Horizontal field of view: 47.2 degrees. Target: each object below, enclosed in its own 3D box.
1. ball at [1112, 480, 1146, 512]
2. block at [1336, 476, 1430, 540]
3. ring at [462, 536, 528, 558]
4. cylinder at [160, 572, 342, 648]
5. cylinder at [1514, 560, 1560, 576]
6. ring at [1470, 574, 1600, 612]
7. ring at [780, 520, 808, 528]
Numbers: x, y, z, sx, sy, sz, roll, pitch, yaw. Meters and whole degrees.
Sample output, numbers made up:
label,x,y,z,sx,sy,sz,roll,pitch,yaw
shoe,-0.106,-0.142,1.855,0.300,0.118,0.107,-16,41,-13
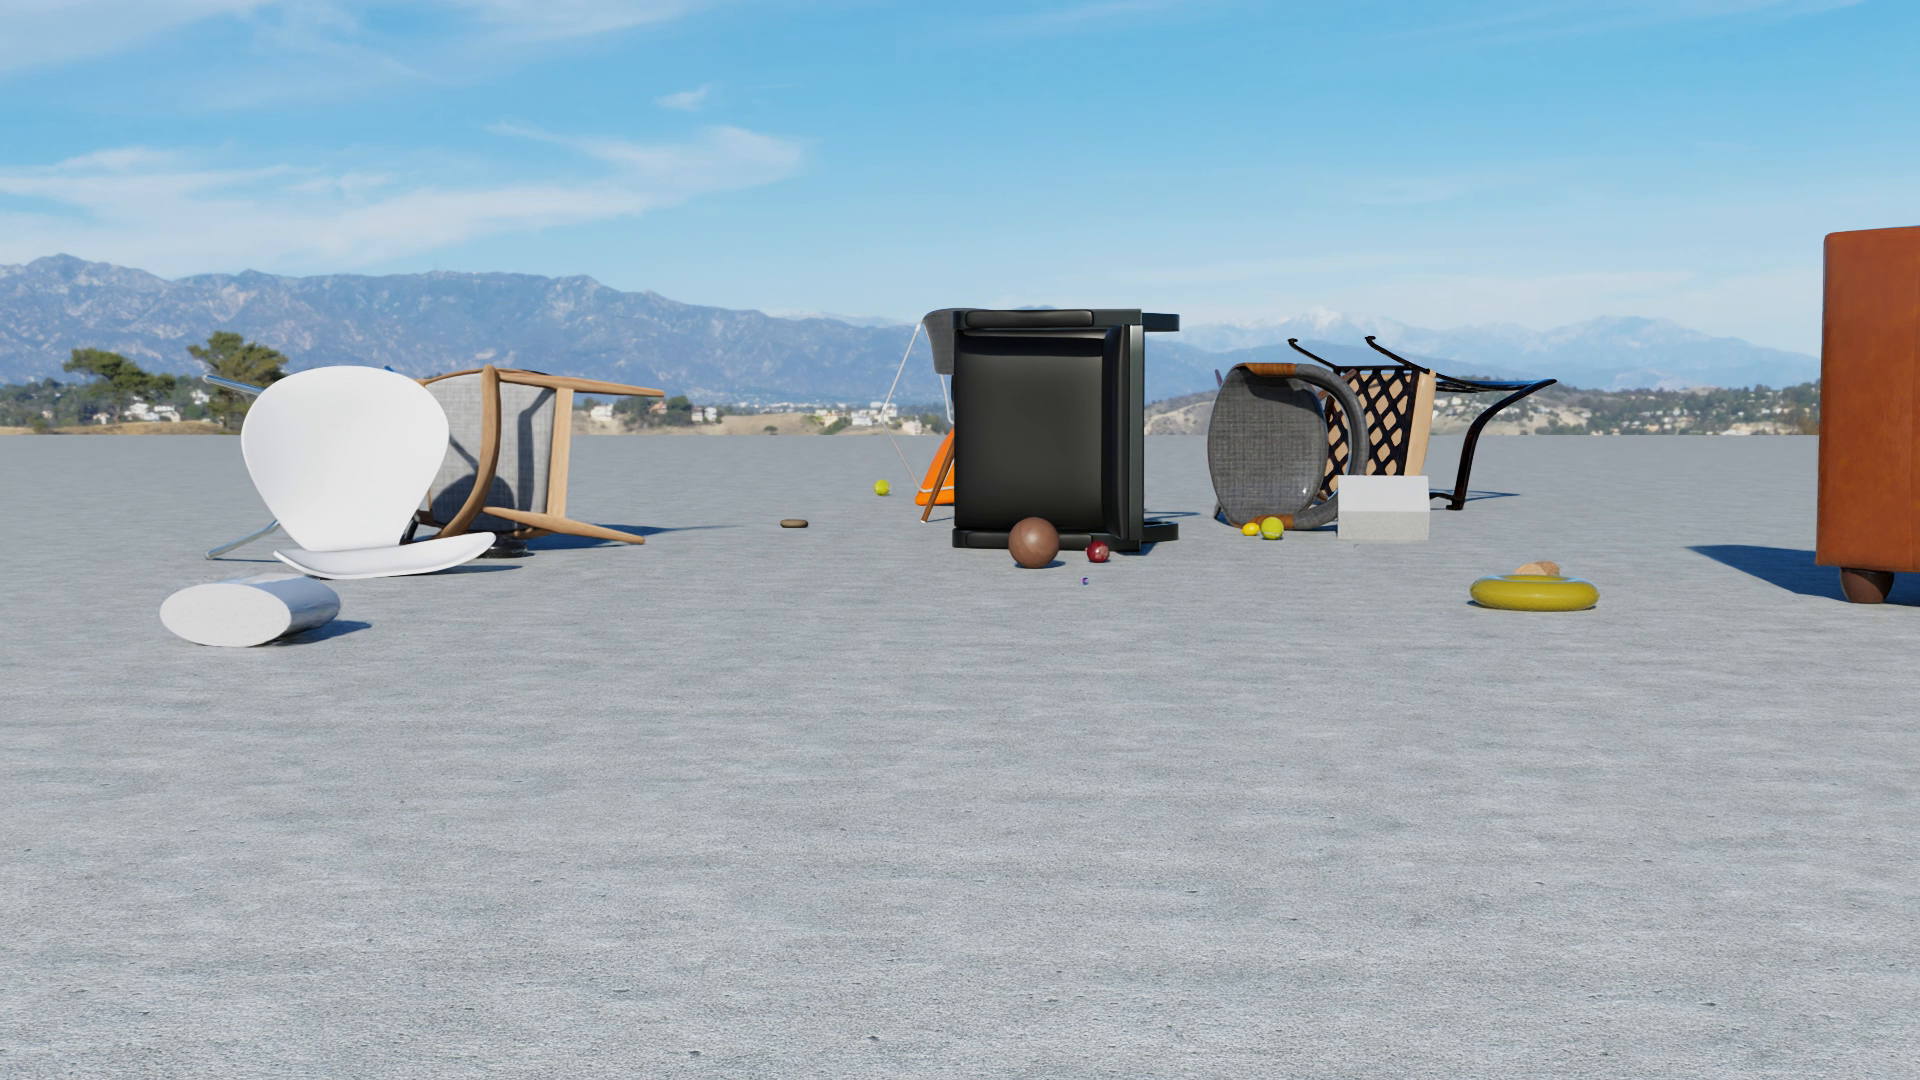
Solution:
label,x,y,z,sx,sy,sz,roll,pitch,yaw
ball,0.619,-0.163,8.047,0.119,0.119,0.119,0,4,0
block,1.263,-0.097,6.571,0.265,0.114,0.161,1,42,8
ring,-1.248,0.019,5.893,0.171,0.053,0.200,-1,5,-29
cylinder,-1.265,0.123,3.934,0.239,0.112,0.220,2,4,7
cylinder,1.287,0.081,4.918,0.079,0.058,0.121,-24,-9,30
ring,1.180,0.109,4.520,0.261,0.062,0.216,2,5,13
ring,-0.539,-0.053,7.144,0.091,0.025,0.102,0,3,-9
